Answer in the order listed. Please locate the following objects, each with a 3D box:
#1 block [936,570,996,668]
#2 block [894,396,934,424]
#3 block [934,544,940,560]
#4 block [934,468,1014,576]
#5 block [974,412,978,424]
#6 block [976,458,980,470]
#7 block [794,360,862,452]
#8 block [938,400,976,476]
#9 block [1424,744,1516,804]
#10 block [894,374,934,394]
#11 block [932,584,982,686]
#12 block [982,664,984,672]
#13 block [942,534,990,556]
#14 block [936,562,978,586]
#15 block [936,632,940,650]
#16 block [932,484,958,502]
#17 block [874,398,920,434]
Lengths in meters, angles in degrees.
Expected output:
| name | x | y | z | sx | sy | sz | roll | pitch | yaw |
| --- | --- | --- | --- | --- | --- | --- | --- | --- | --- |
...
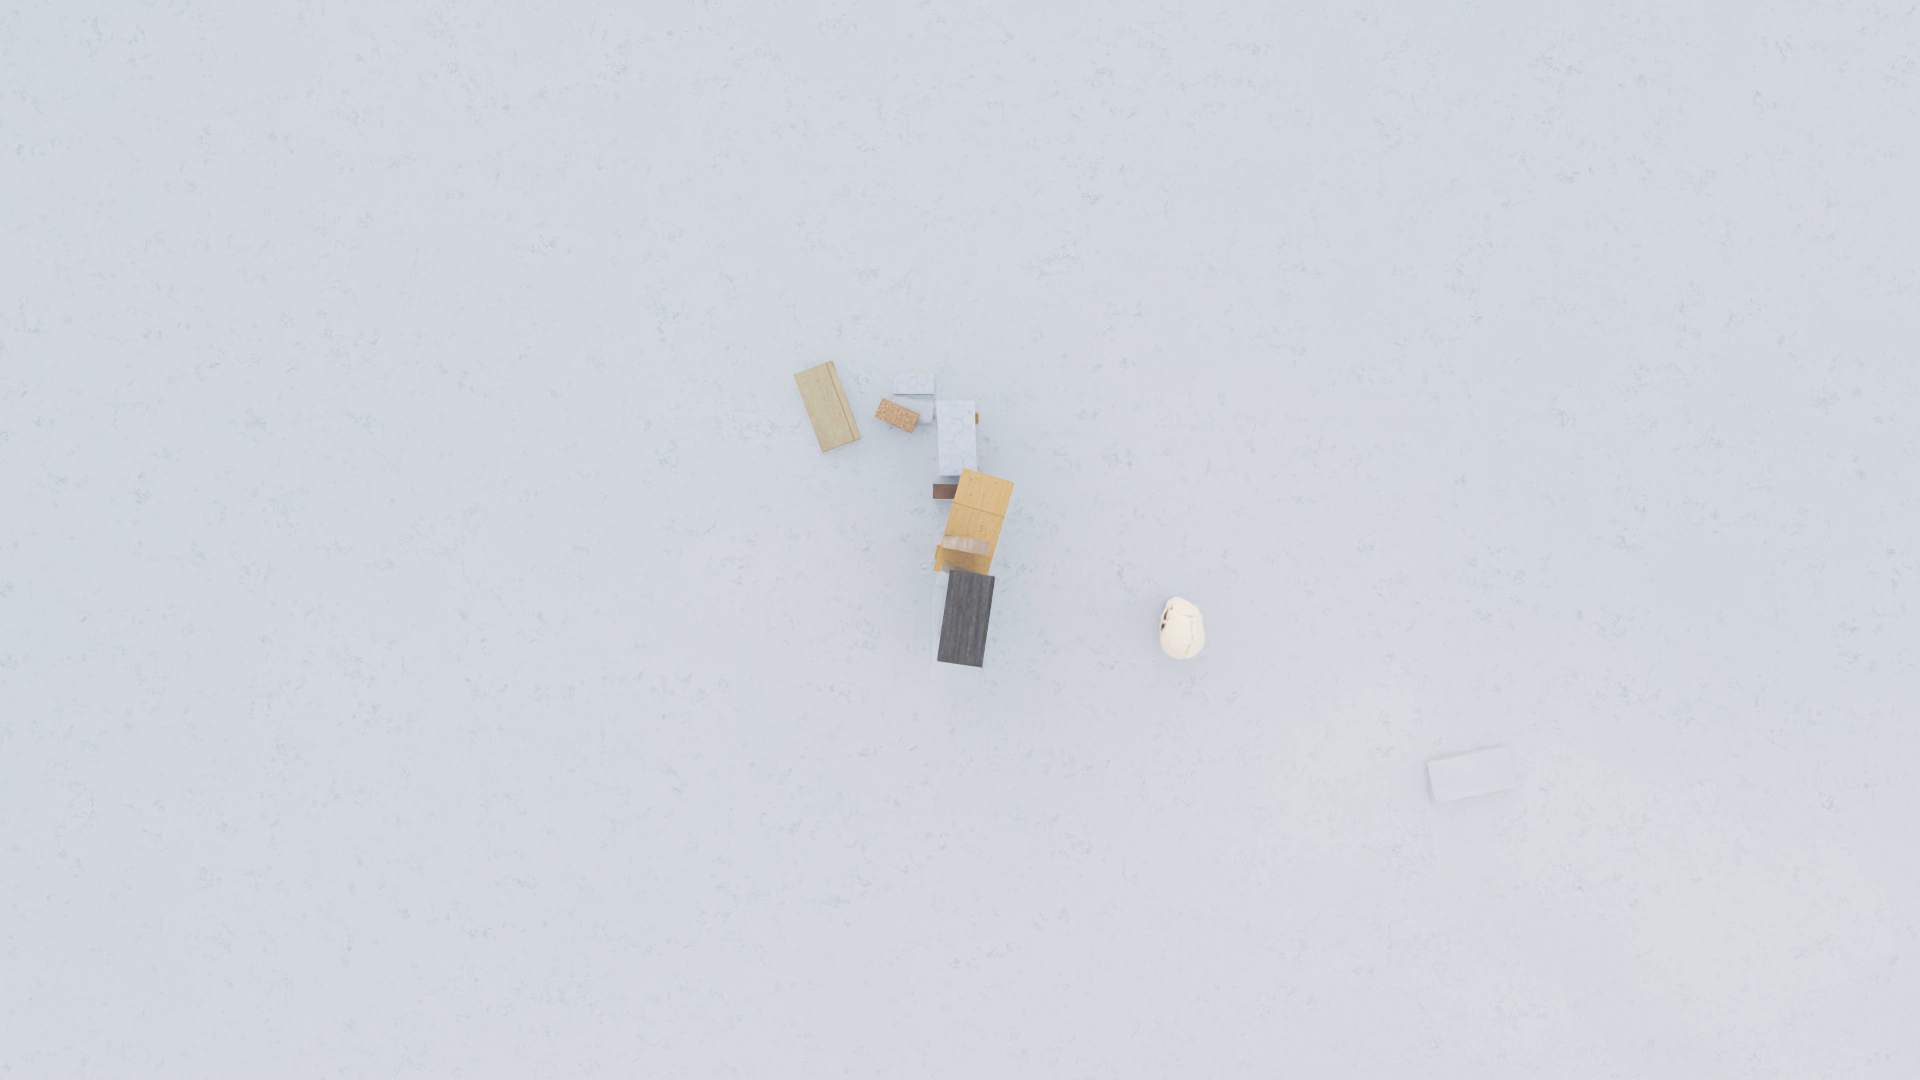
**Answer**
| name | x | y | z | sx | sy | sz | roll | pitch | yaw |
| --- | --- | --- | --- | --- | --- | --- | --- | --- | --- |
| block | 0.018 | 0.230 | 4.831 | 0.135 | 0.038 | 0.269 | 8 | 90 | 0 |
| block | -0.156 | -0.434 | 5.490 | 0.135 | 0.019 | 0.068 | 10 | 90 | 0 |
| block | 0.005 | 0.055 | 5.334 | 0.166 | 0.332 | 0.047 | 13 | 90 | 0 |
| block | 0.043 | -0.042 | 5.144 | 0.166 | 0.047 | 0.332 | 16 | 90 | 0 |
| block | 0.001 | -0.398 | 5.381 | 0.118 | 0.236 | 0.033 | 1 | 93 | 0 |
| block | 0.001 | -0.245 | 5.382 | 0.118 | 0.236 | 0.033 | -3 | 90 | 0 |
| block | -0.440 | -0.443 | 5.481 | 0.137 | 0.039 | 0.275 | -20 | 90 | 0 |
| block | -0.009 | -0.323 | 5.247 | 0.118 | 0.033 | 0.236 | -2 | 90 | 0 |
| block | 1.696 | 0.778 | 5.481 | 0.275 | 0.039 | 0.137 | -12 | 90 | 0 |
| block | -0.153 | -0.519 | 5.490 | 0.135 | 0.019 | 0.068 | 0 | 90 | 0 |
| block | -0.006 | 0.296 | 5.164 | 0.157 | 0.044 | 0.313 | 1 | 90 | 0 |
| block | -0.004 | 0.395 | 5.343 | 0.157 | 0.313 | 0.044 | 0 | 90 | 0 |
| block | 0.017 | 0.014 | 4.984 | 0.137 | 0.275 | 0.039 | 10 | 90 | 0 |
| block | 0.002 | 0.118 | 4.985 | 0.135 | 0.269 | 0.038 | 19 | 96 | 0 |
| block | -0.001 | 0.307 | 4.996 | 0.135 | 0.291 | 0.038 | 1 | 90 | 0 |
| block | -0.002 | -0.151 | 5.334 | 0.166 | 0.332 | 0.047 | 1 | 90 | 0 |
| block | -0.209 | -0.413 | 5.471 | 0.135 | 0.019 | 0.067 | 24 | 90 | 0 |
